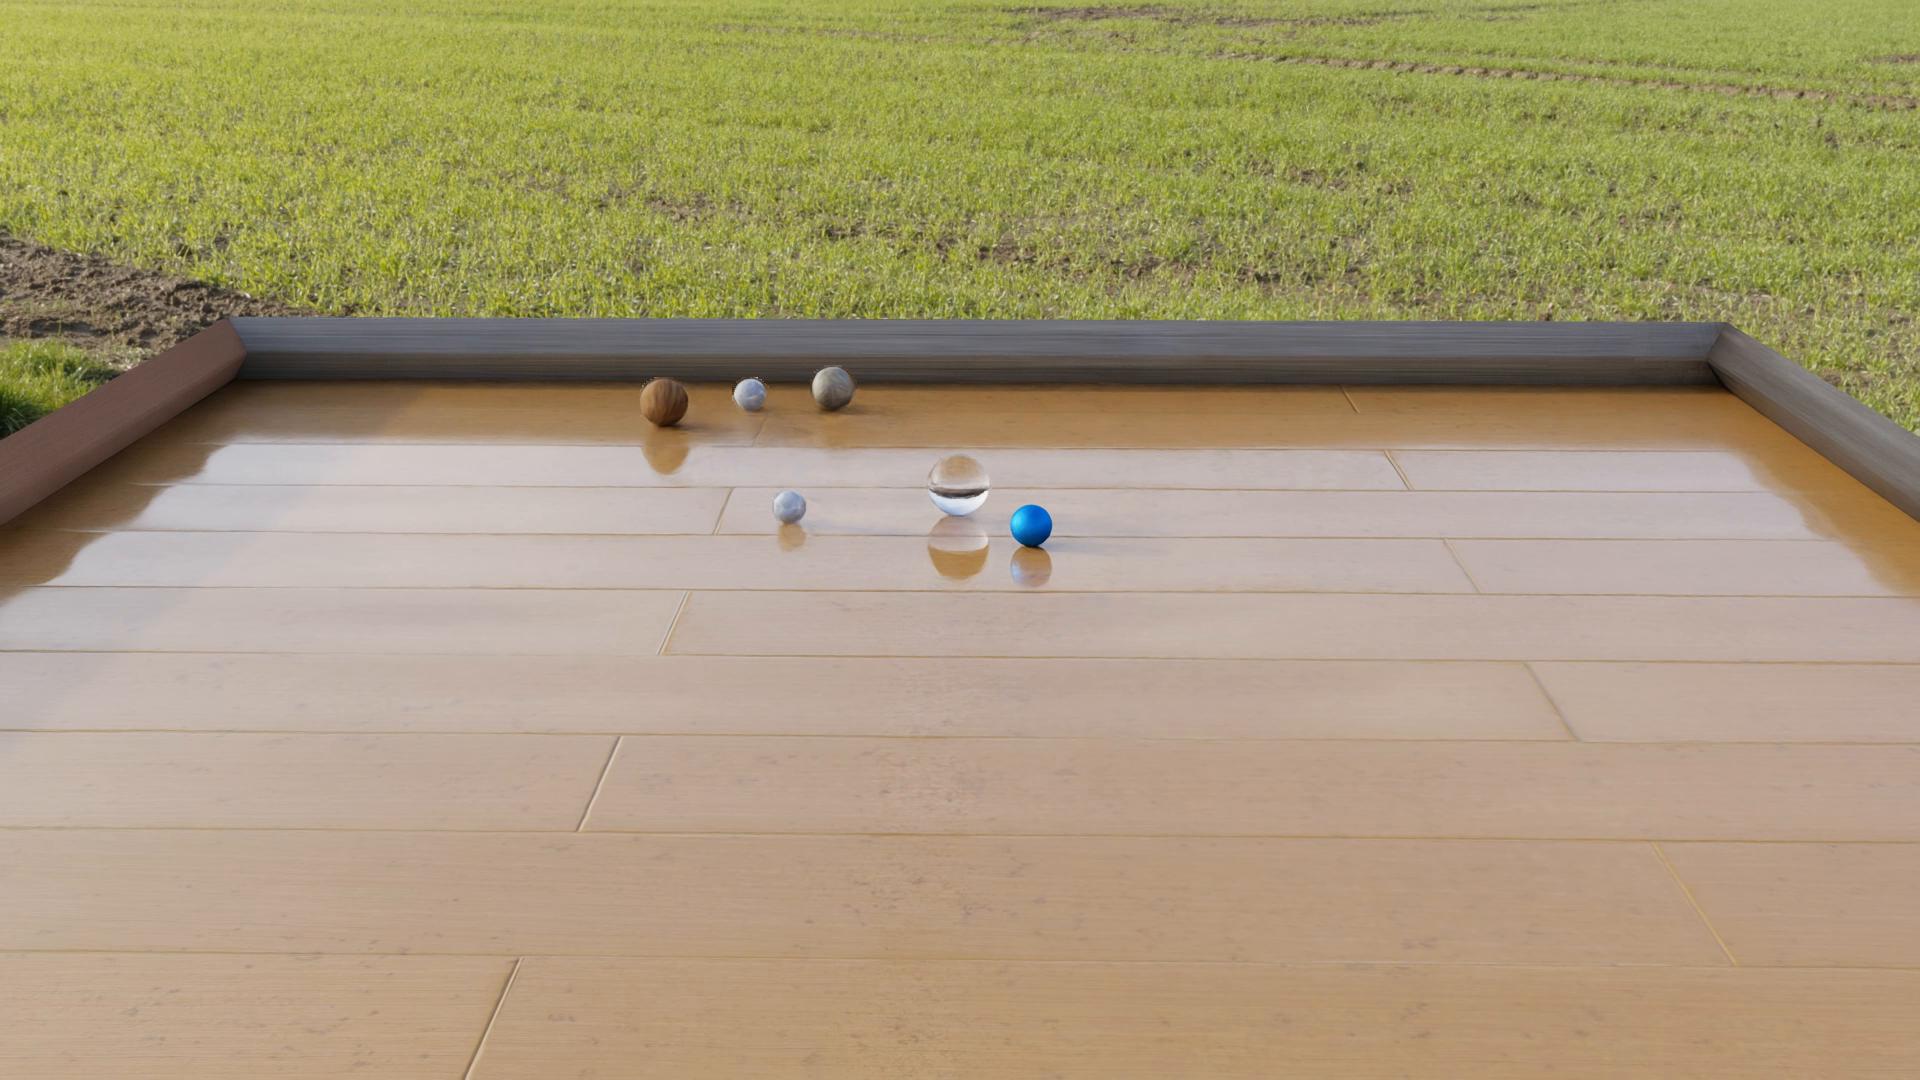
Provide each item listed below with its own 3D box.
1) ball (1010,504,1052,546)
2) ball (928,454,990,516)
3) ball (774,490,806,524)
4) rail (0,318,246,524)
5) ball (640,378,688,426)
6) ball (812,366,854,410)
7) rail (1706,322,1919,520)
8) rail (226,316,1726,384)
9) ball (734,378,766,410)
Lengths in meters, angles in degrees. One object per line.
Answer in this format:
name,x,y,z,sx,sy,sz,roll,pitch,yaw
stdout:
ball,0.096,-0.020,2.963,0.057,0.057,0.057,0,16,0
ball,-0.002,-0.078,3.107,0.087,0.087,0.087,0,16,0
ball,-0.238,-0.046,3.073,0.046,0.046,0.046,0,16,0
rail,-1.340,0.286,1.822,0.045,0.113,4.490,0,16,1
ball,-0.489,-0.227,3.629,0.079,0.079,0.079,0,16,0
ball,-0.217,-0.259,3.749,0.073,0.073,0.073,0,16,0
rail,1.296,0.301,1.772,0.045,0.113,4.490,0,16,1
rail,0.022,-0.334,3.927,2.684,0.113,0.045,0,16,1
ball,-0.357,-0.248,3.744,0.054,0.054,0.054,0,16,0
